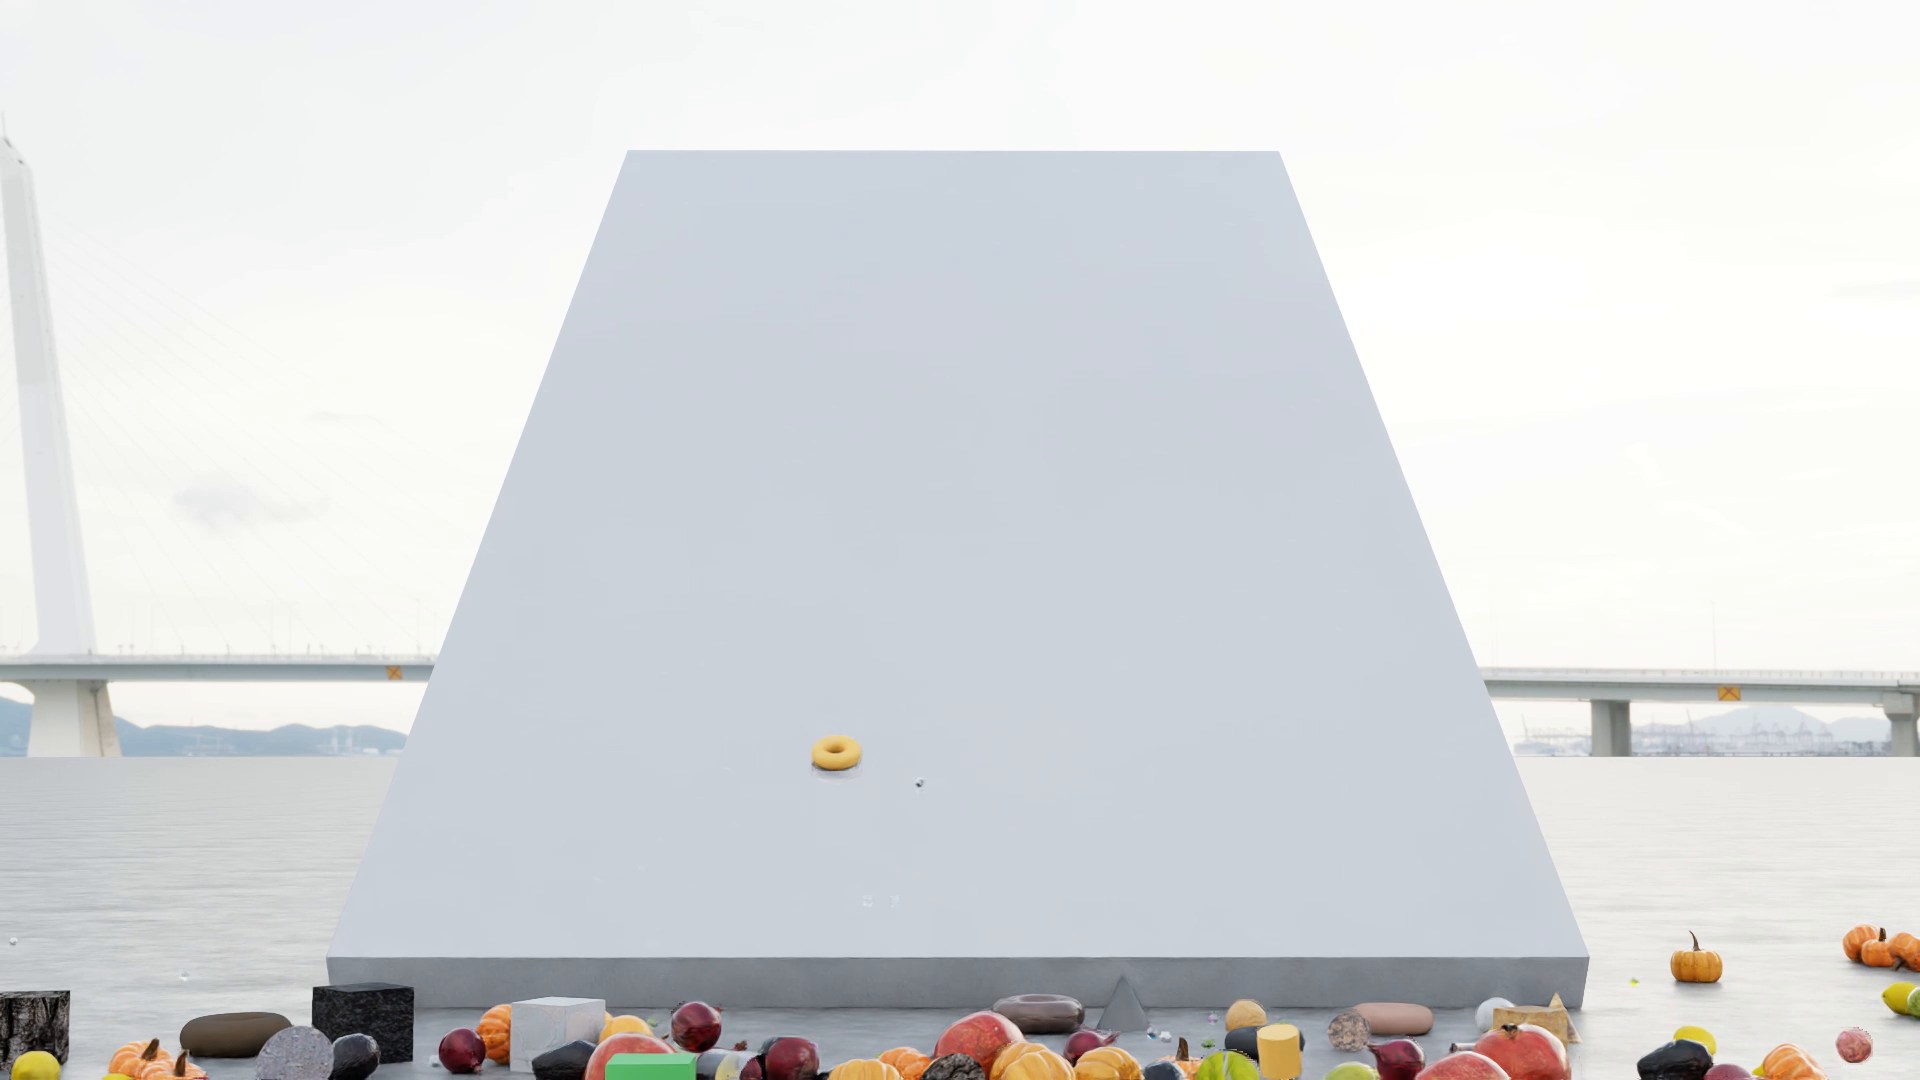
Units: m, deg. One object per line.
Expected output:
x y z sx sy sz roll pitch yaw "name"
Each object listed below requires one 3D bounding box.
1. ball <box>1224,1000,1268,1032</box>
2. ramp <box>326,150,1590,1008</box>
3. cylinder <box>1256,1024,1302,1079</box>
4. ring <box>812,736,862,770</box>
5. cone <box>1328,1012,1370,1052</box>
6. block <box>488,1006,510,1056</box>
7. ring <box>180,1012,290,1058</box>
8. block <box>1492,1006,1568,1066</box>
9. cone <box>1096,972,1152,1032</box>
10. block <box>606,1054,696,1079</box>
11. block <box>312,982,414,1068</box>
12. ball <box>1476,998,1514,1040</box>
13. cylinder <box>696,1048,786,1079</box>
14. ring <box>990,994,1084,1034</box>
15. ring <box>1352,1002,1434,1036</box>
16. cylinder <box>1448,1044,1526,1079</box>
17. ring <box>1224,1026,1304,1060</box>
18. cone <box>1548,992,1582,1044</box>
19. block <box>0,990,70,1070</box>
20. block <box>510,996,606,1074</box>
0.400 0.676 3.333 0.060 0.060 0.060 0 -5 0 "ball"
-0.011 -0.224 5.560 2.000 0.100 4.000 0 28 0 "ramp"
0.401 0.643 2.990 0.052 0.052 0.052 -7 9 1 "cylinder"
-0.221 0.381 4.264 0.092 0.031 0.092 -1 28 1 "ring"
0.540 0.688 3.282 0.058 0.058 0.058 -2 -32 17 "cone"
-0.600 0.668 3.244 0.060 0.060 0.060 -5 -7 44 "block"
-0.983 0.673 3.236 0.148 0.049 0.148 -1 -4 0 "ring"
0.755 0.656 3.155 0.068 0.068 0.068 3 -6 -28 "block"
0.243 0.681 3.527 0.083 0.083 0.083 0 -5 0 "cone"
-0.324 0.589 2.500 0.087 0.087 0.087 0 -5 -2 "block"
-0.792 0.642 3.158 0.097 0.097 0.097 5 -7 -43 "block"
0.763 0.680 3.380 0.059 0.059 0.059 0 -5 0 "ball"
-0.247 0.608 2.653 0.076 0.076 0.076 -4 -7 41 "cylinder"
0.114 0.698 3.505 0.141 0.047 0.141 -1 -4 0 "ring"
0.628 0.698 3.468 0.122 0.041 0.122 1 -6 0 "ring"
0.606 0.617 2.741 0.073 0.073 0.073 0 -5 -2 "cylinder"
0.410 0.677 3.208 0.108 0.036 0.108 -1 -5 0 "ring"
0.845 0.674 3.370 0.070 0.070 0.070 0 -5 0 "cone"
-1.220 0.640 3.110 0.092 0.092 0.092 1 -5 -12 "block"
-0.520 0.640 3.077 0.086 0.086 0.086 -3 -6 26 "block"
